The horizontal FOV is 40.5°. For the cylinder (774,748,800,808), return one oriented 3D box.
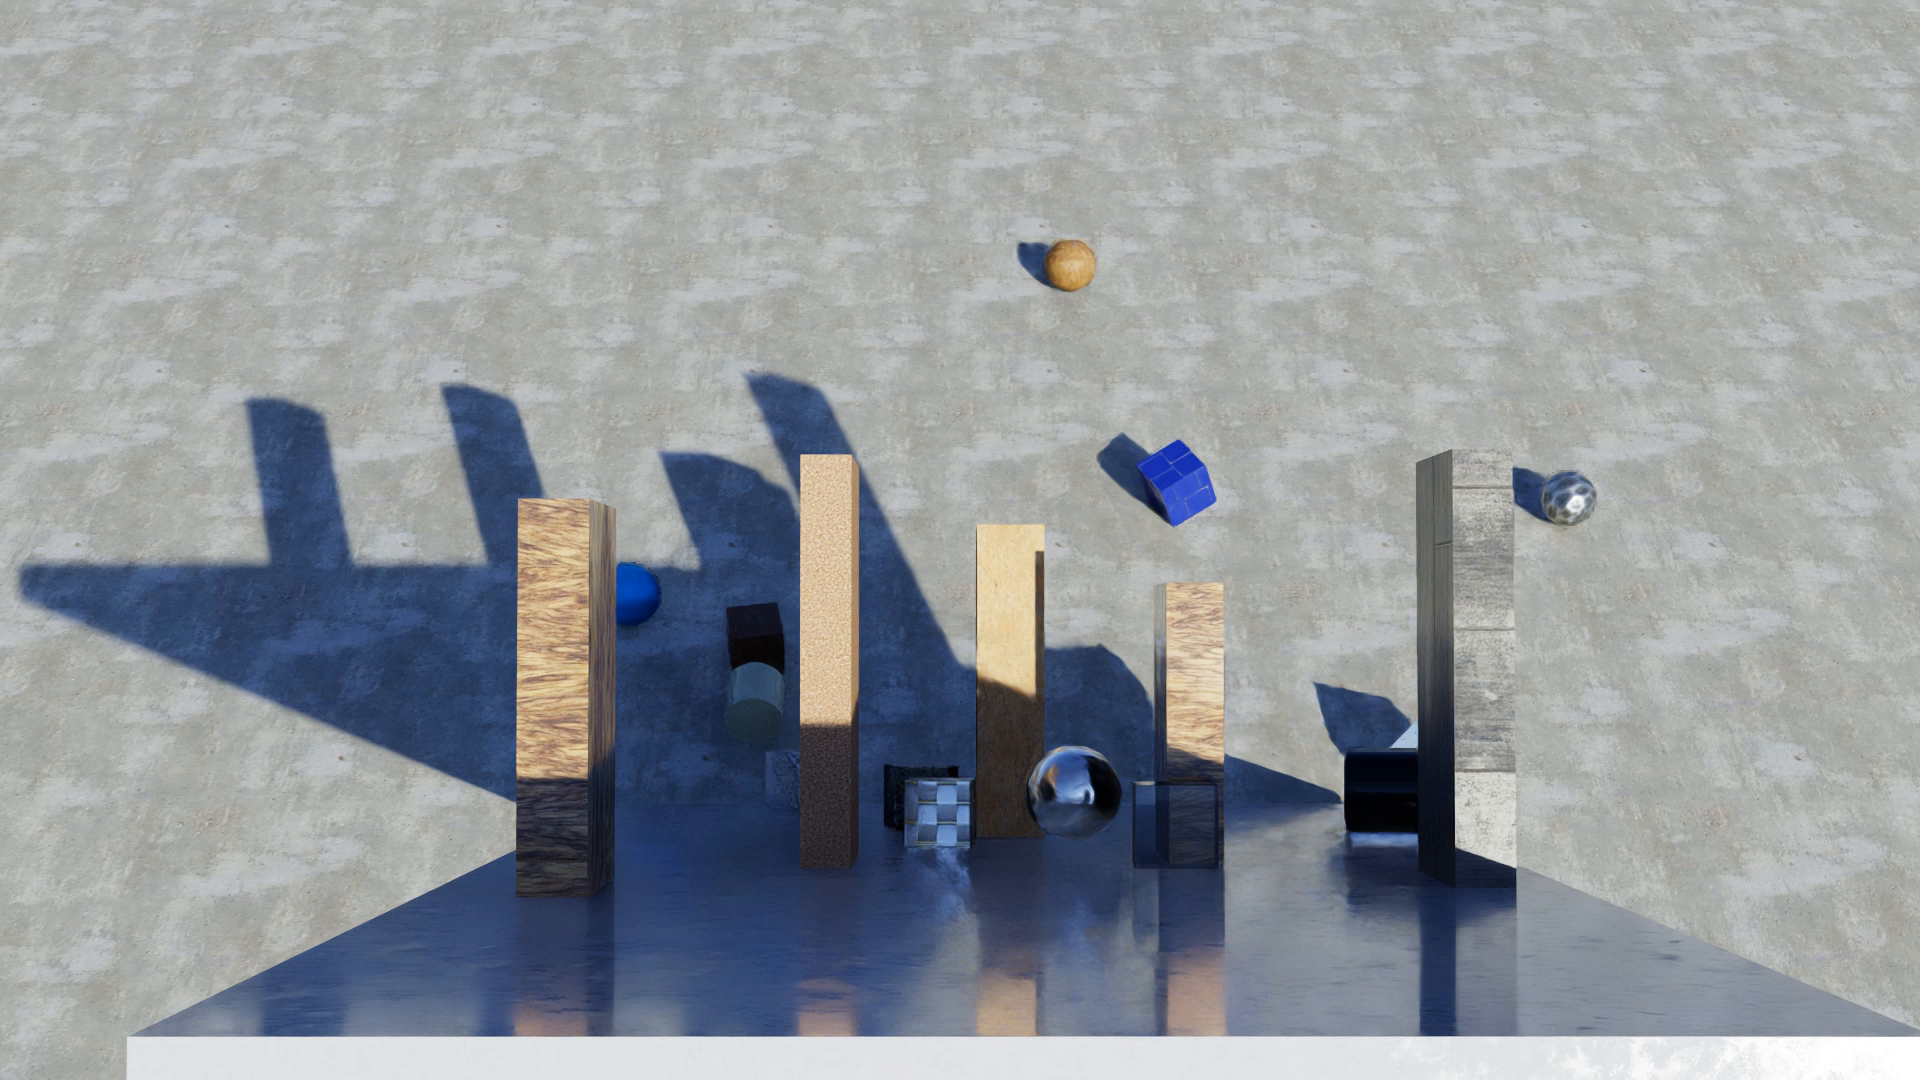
[{"bbox_3d":[-0.379,0.599,6.682,0.143,0.143,0.143,-19,39,-34],"label":"cylinder"}]

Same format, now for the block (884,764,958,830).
[{"bbox_3d":[-0.091,0.593,6.023,0.143,0.143,0.143,1,-2,-14],"label":"block"}]

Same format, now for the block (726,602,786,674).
[{"bbox_3d":[-0.586,0.289,7.444,0.148,0.148,0.148,-6,36,-8],"label":"block"}]

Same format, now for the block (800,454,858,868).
[{"bbox_3d":[-0.257,0.238,5.150,0.097,0.789,0.373,0,-2,0],"label":"block"}]

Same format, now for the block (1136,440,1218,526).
[{"bbox_3d":[0.670,-0.176,8.039,0.161,0.161,0.161,-30,42,-8],"label":"block"}]

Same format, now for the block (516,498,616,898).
[{"bbox_3d":[-0.693,0.274,4.592,0.121,0.677,0.349,0,-2,0],"label":"block"}]

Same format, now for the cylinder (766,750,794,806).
[{"bbox_3d":[-0.441,0.624,6.811,0.139,0.139,0.139,0,-2,0],"label":"cylinder"}]

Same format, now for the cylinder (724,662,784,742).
[{"bbox_3d":[-0.569,0.451,7.210,0.159,0.159,0.159,-1,36,-1],"label":"cylinder"}]

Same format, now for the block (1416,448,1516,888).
[{"bbox_3d":[0.925,0.232,4.767,0.107,0.773,0.368,0,-2,0],"label":"block"}]

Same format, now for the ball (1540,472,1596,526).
[{"bbox_3d":[1.873,-0.127,8.001,0.170,0.170,0.170,0,36,0],"label":"ball"}]

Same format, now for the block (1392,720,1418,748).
[{"bbox_3d":[1.276,0.597,6.900,0.182,0.182,0.182,10,41,-38],"label":"block"}]

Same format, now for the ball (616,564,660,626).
[{"bbox_3d":[-0.967,0.162,7.592,0.181,0.181,0.181,0,36,0],"label":"ball"}]

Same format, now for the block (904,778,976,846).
[{"bbox_3d":[-0.041,0.578,5.531,0.138,0.138,0.138,0,-2,6],"label":"block"}]

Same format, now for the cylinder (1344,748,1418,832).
[{"bbox_3d":[0.971,0.564,5.869,0.190,0.190,0.190,0,35,13],"label":"cylinder"}]

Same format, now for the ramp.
[{"bbox_3d":[0.079,0.673,4.871,2.000,0.100,4.000,0,-2,0],"label":"ramp"}]

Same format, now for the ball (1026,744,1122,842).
[{"bbox_3d":[0.233,0.517,5.311,0.196,0.196,0.196,0,36,0],"label":"ball"}]

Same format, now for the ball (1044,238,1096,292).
[{"bbox_3d":[0.389,-0.968,9.155,0.184,0.184,0.184,0,36,0],"label":"ball"}]

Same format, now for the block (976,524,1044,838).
[{"bbox_3d":[0.112,0.317,5.937,0.149,0.688,0.408,0,-2,0],"label":"block"}]

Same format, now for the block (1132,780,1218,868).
[{"bbox_3d":[0.415,0.549,5.023,0.158,0.158,0.158,0,-2,1],"label":"block"}]

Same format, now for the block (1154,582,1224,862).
[{"bbox_3d":[0.462,0.364,5.276,0.112,0.547,0.333,0,-2,0],"label":"block"}]
